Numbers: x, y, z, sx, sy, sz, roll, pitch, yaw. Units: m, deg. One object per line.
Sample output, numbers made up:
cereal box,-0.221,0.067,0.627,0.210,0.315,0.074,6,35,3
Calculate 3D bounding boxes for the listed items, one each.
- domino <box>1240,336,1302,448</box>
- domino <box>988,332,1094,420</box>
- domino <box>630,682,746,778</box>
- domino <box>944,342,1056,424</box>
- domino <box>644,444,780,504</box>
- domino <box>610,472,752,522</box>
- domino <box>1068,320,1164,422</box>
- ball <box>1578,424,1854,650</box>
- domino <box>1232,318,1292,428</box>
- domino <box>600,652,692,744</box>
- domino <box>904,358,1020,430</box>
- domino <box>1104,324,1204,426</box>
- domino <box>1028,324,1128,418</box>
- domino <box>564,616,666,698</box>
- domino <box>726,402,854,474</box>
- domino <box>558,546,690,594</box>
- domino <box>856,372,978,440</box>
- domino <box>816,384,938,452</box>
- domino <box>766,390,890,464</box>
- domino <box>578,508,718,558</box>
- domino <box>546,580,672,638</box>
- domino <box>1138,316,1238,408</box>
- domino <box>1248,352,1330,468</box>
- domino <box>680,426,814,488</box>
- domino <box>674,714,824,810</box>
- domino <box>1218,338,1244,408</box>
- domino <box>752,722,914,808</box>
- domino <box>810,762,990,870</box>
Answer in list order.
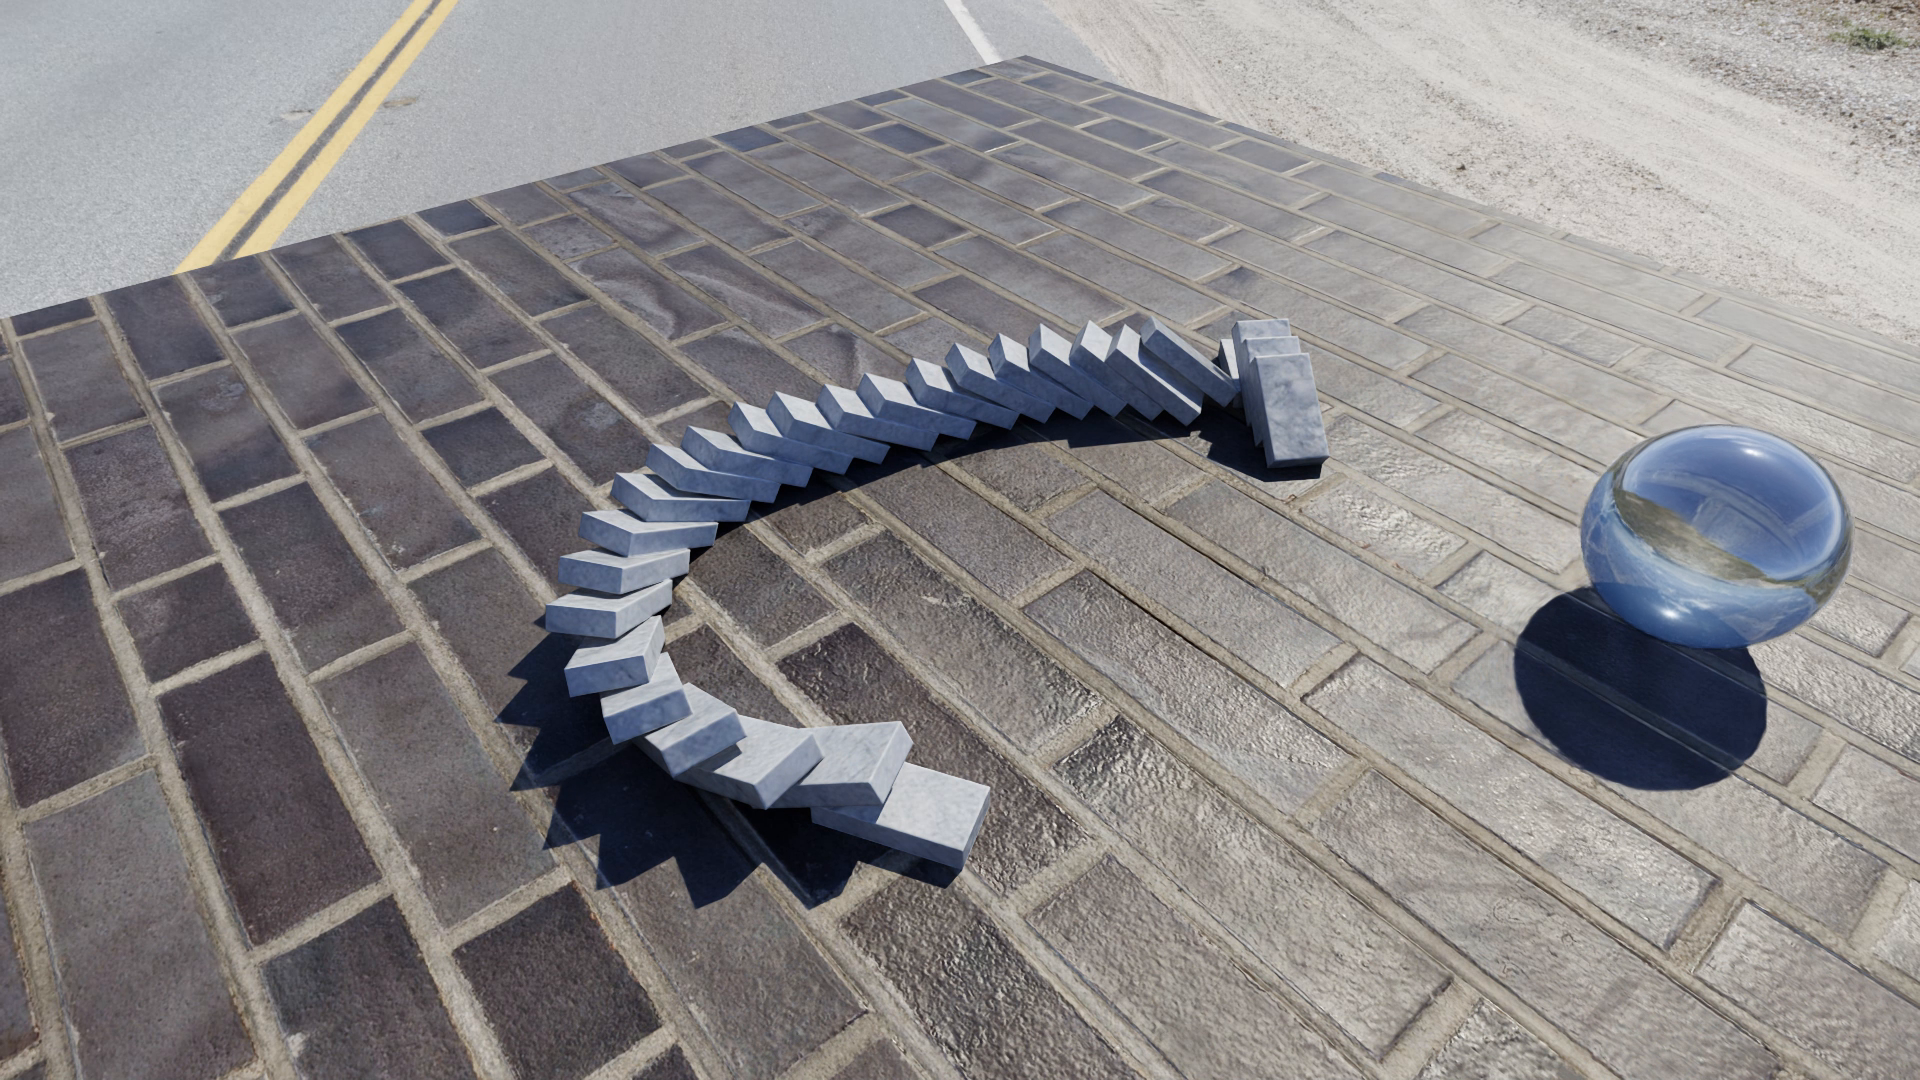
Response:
domino,0.146,-0.068,0.506,0.025,0.009,0.050,-4,74,-4
domino,0.038,-0.077,0.517,0.050,0.010,0.025,23,33,-24
domino,-0.089,0.060,0.351,0.025,0.009,0.050,-27,16,-26
domino,0.019,-0.073,0.512,0.050,0.009,0.025,20,28,-30
domino,-0.102,-0.027,0.455,0.025,0.010,0.050,32,15,36
domino,-0.112,-0.017,0.446,0.025,0.009,0.050,31,19,32
domino,0.076,-0.080,0.521,0.050,0.010,0.025,35,40,-11
ball,0.265,-0.001,0.389,0.080,0.080,0.080,0,39,0
domino,0.145,-0.079,0.519,0.025,0.010,0.050,-4,74,-4
domino,-0.104,0.051,0.361,0.025,0.009,0.050,-20,14,-17
domino,0.001,-0.068,0.509,0.050,0.010,0.025,13,32,-29
domino,0.092,-0.077,0.517,0.050,0.010,0.025,36,40,-10
domino,0.056,-0.080,0.519,0.050,0.010,0.025,30,33,-19
domino,-0.117,0.039,0.377,0.025,0.010,0.050,-10,12,-7
domino,-0.073,-0.044,0.477,0.050,0.010,0.025,13,26,-39
domino,-0.125,0.009,0.412,0.025,0.009,0.050,10,9,13
domino,-0.019,-0.060,0.499,0.050,0.010,0.025,10,30,-36
domino,-0.037,-0.055,0.492,0.050,0.010,0.025,10,30,-36
domino,-0.058,-0.049,0.483,0.050,0.010,0.025,13,26,-39
domino,-0.121,-0.004,0.430,0.025,0.009,0.050,20,13,23
domino,-0.126,0.023,0.397,0.025,0.009,0.050,5,11,6
domino,0.108,-0.085,0.522,0.050,0.010,0.025,35,23,-13
domino,0.147,-0.058,0.493,0.025,0.010,0.050,-5,74,-5
domino,-0.089,-0.035,0.464,0.050,0.009,0.025,9,19,-49
domino,-0.069,0.068,0.345,0.050,0.010,0.025,2,32,44
domino,0.145,-0.083,0.544,0.025,0.010,0.050,1,39,2
domino,-0.042,0.070,0.342,0.050,0.010,0.025,-9,32,30
domino,-0.018,0.083,0.343,0.050,0.010,0.025,13,41,15
